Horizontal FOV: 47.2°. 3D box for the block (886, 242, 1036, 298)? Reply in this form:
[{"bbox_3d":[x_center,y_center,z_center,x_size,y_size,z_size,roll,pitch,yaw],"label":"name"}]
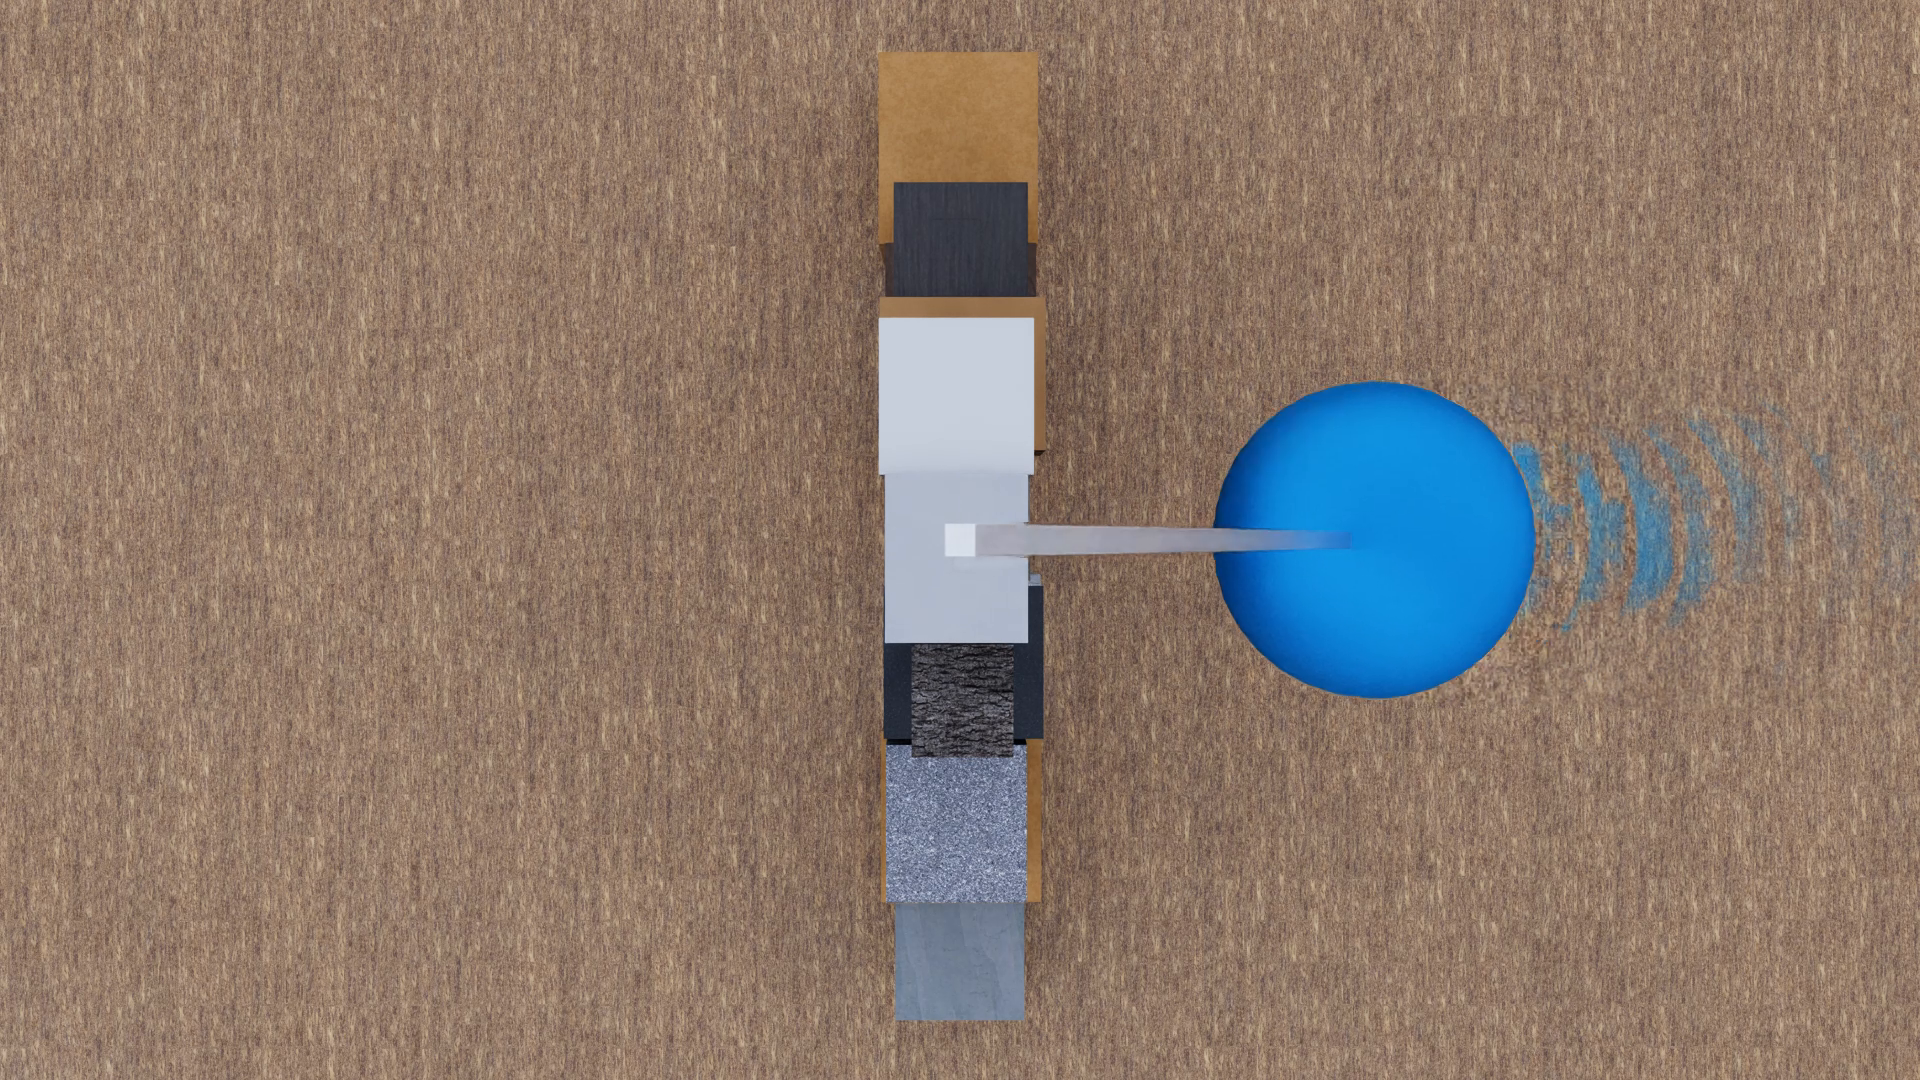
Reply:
[{"bbox_3d":[0.004,-1.130,12.482,0.821,1.037,0.973,0,90,0],"label":"block"}]

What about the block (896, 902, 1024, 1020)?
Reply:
[{"bbox_3d":[-0.001,2.341,12.638,0.722,0.723,0.683,0,90,0],"label":"block"}]

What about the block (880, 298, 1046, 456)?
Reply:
[{"bbox_3d":[0.013,-0.847,11.579,0.846,0.768,0.780,0,90,0],"label":"block"}]

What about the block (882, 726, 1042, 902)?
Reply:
[{"bbox_3d":[0.006,1.520,12.542,0.881,0.916,0.938,0,90,0],"label":"block"}]

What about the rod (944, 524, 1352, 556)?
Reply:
[{"bbox_3d":[0.899,0.000,7.886,0.080,5.200,0.080,0,90,20],"label":"rod"}]

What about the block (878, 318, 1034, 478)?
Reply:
[{"bbox_3d":[-0.017,-0.688,10.858,0.742,0.676,0.749,0,90,0],"label":"block"}]

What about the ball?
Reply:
[{"bbox_3d":[2.074,0.000,11.076,1.600,1.600,1.600,0,90,0],"label":"ball"}]

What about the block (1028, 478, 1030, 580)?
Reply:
[{"bbox_3d":[0.013,-0.116,11.737,0.703,0.629,0.670,0,89,0],"label":"block"}]

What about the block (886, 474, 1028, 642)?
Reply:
[{"bbox_3d":[-0.016,0.092,10.834,0.676,0.845,0.802,0,89,0],"label":"block"}]

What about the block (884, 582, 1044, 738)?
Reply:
[{"bbox_3d":[0.018,0.625,11.651,0.819,0.792,0.784,0,90,0],"label":"block"}]

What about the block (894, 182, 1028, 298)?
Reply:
[{"bbox_3d":[0.004,-1.546,11.656,0.693,0.615,0.600,0,90,0],"label":"block"}]

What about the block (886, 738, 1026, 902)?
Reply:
[{"bbox_3d":[-0.018,1.448,11.703,0.727,0.724,0.819,0,93,0],"label":"block"}]

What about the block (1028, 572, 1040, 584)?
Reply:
[{"bbox_3d":[0.018,0.615,12.523,0.845,0.953,0.851,0,90,0],"label":"block"}]

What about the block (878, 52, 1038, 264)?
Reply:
[{"bbox_3d":[-0.009,-2.154,12.542,0.876,0.916,1.056,0,90,0],"label":"block"}]

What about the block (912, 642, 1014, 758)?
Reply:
[{"bbox_3d":[0.012,0.786,10.993,0.497,0.525,0.552,0,90,0],"label":"block"}]
